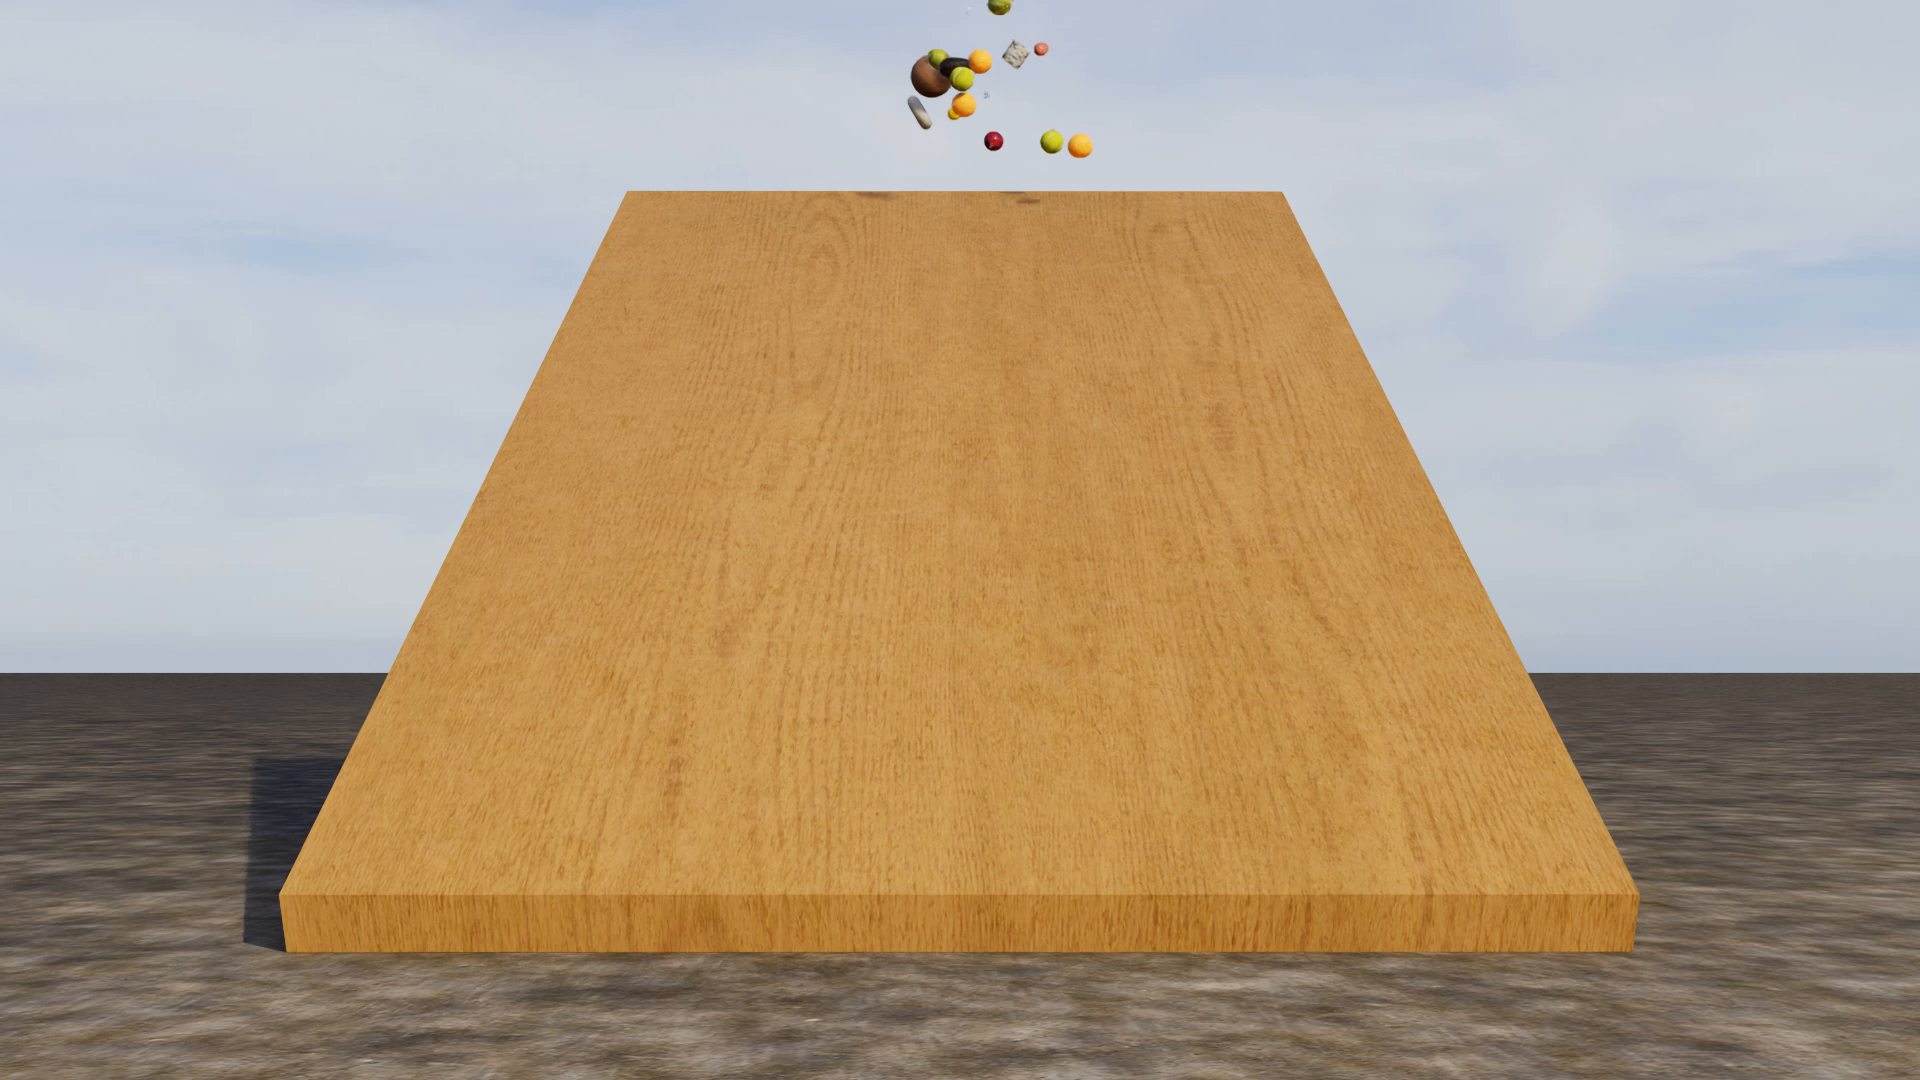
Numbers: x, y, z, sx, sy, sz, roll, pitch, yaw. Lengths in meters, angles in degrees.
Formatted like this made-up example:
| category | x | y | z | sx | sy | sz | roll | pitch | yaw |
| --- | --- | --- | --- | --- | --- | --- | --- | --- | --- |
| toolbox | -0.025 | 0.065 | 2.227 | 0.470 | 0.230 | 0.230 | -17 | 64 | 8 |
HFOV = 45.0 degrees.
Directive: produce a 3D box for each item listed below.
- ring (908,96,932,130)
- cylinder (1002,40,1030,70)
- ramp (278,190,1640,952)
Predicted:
| category | x | y | z | sx | sy | sz | roll | pitch | yaw |
| --- | --- | --- | --- | --- | --- | --- | --- | --- | --- |
| ring | -0.120 | -1.274 | 6.907 | 0.037 | 0.110 | 0.110 | -30 | -6 | 5 |
| cylinder | 0.164 | -1.426 | 6.805 | 0.062 | 0.062 | 0.062 | 33 | 19 | -13 |
| ramp | -0.008 | -0.227 | 5.259 | 2.000 | 0.100 | 4.000 | 0 | 23 | 0 |
